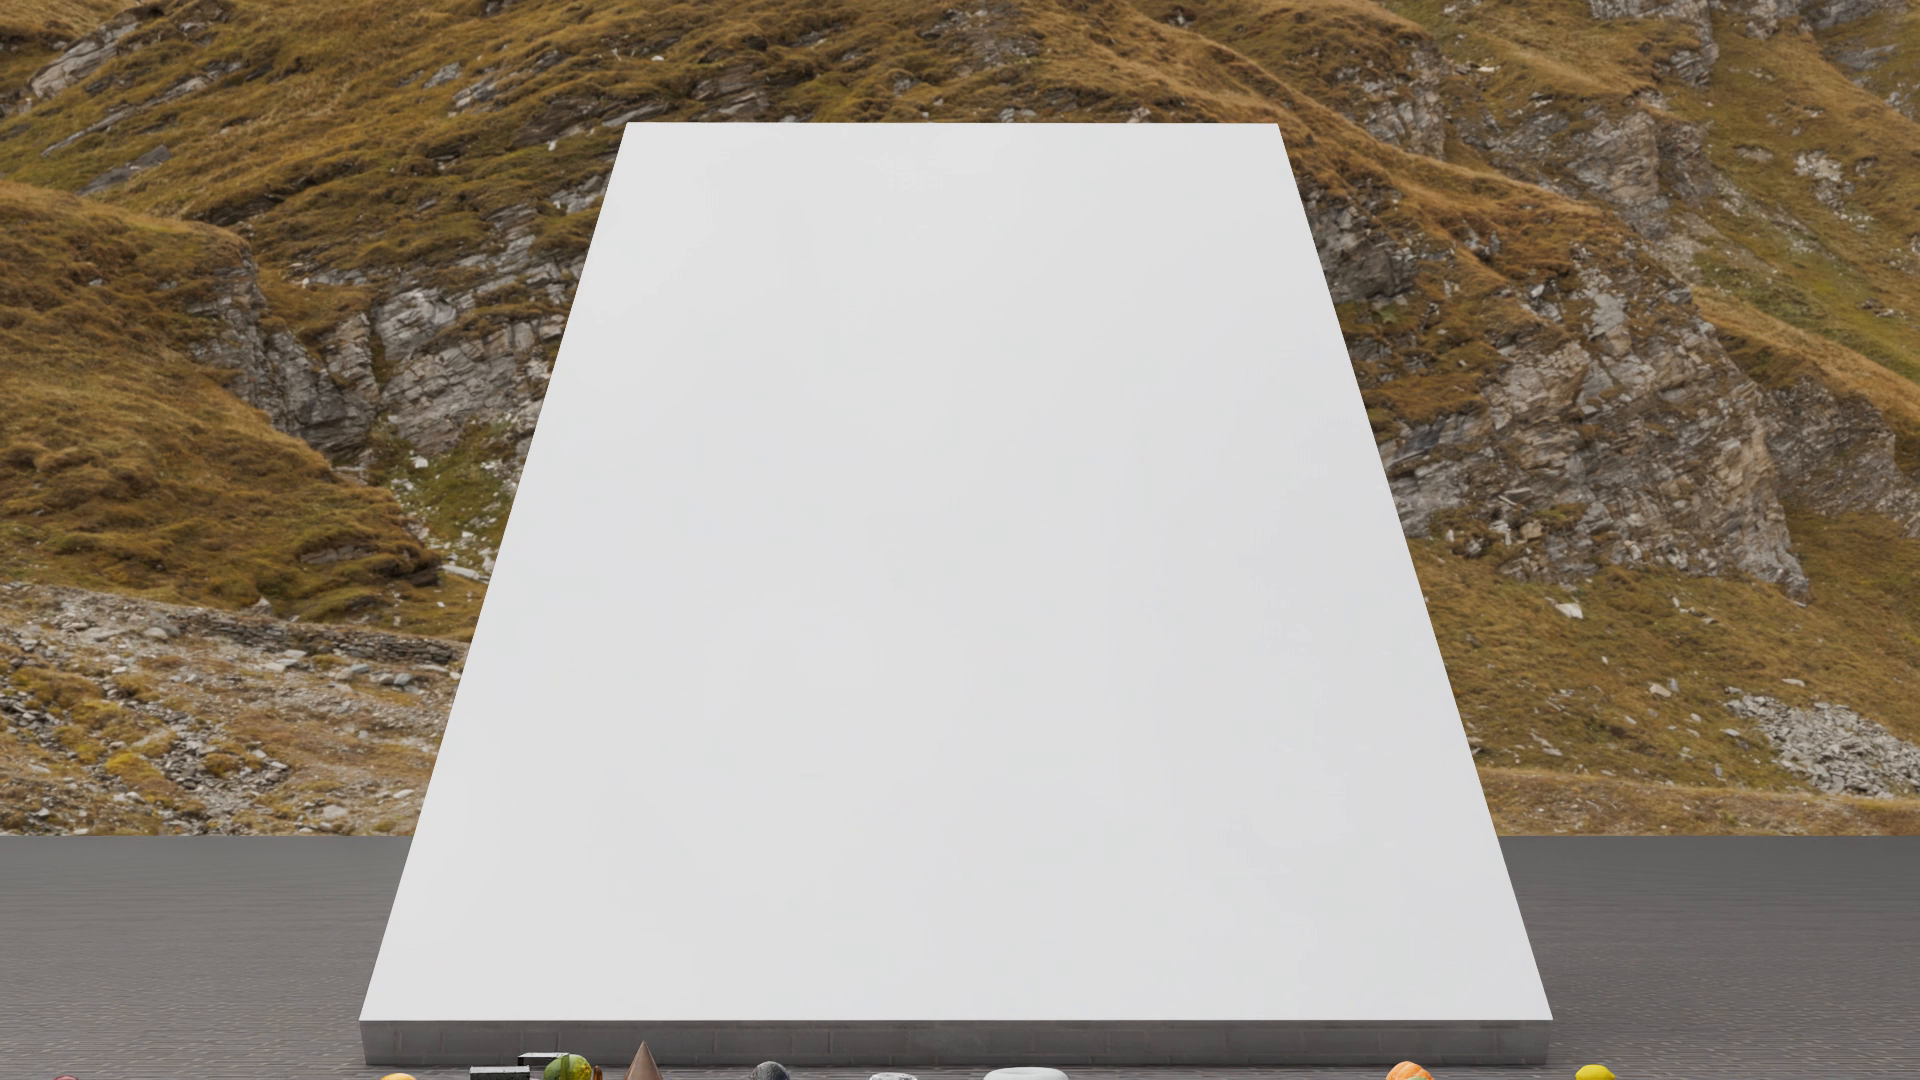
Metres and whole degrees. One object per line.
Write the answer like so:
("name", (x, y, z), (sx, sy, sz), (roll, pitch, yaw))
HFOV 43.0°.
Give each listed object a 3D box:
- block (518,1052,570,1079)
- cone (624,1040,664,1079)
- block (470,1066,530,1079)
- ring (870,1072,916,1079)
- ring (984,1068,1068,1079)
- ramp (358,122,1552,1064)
("block", (-0.617, 0.795, 3.607), (0.064, 0.064, 0.064), (0, -7, 2))
("cone", (-0.491, 0.811, 3.779), (0.072, 0.072, 0.072), (0, -7, 0))
("block", (-0.614, 0.745, 3.249), (0.077, 0.077, 0.077), (1, -7, -11))
("ring", (-0.102, 0.825, 3.703), (0.076, 0.025, 0.076), (1, -6, 0))
("ring", (0.097, 0.802, 3.582), (0.130, 0.043, 0.130), (-1, -6, 0))
("ramp", (-0.014, -0.196, 5.814), (2.000, 0.100, 4.000), (0, 31, 0))
